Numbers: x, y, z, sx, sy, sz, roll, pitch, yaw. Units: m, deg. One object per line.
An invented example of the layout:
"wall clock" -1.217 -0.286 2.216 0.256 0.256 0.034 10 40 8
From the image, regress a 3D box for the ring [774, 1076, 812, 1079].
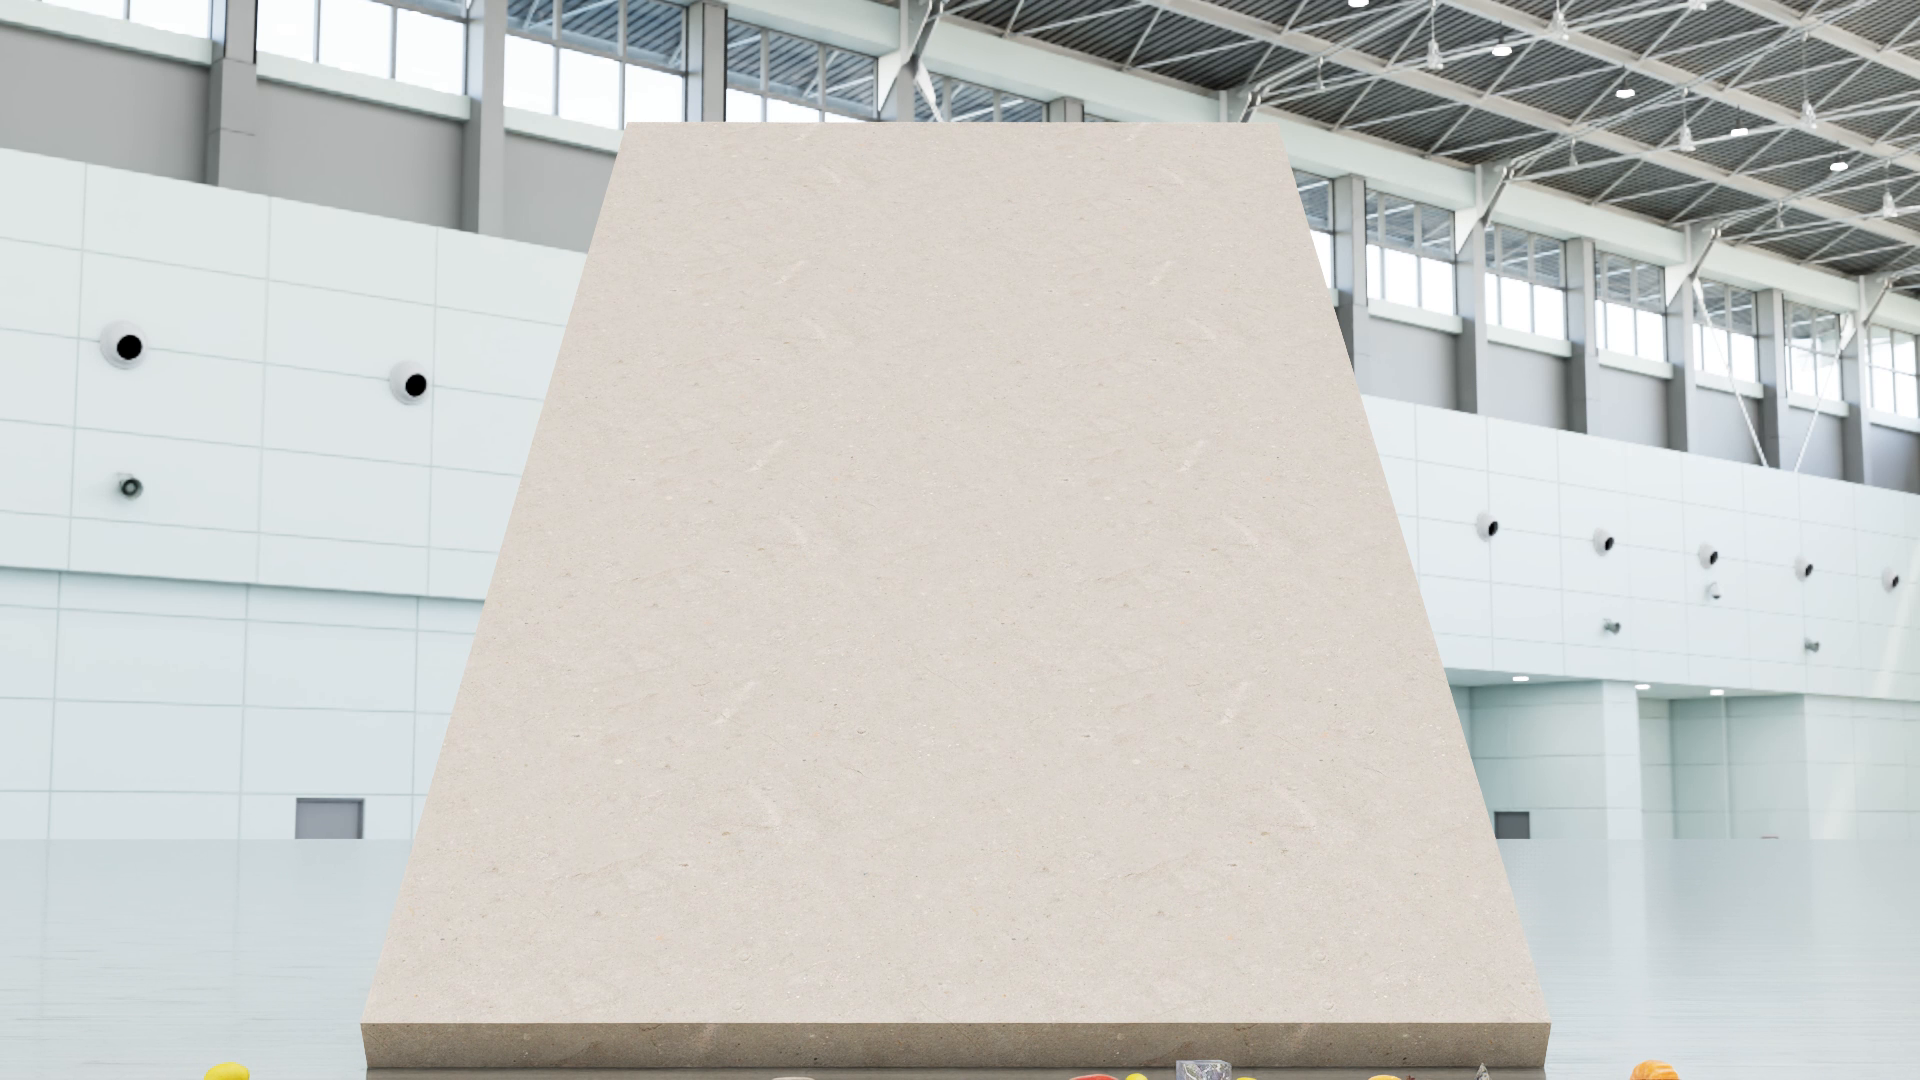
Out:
"ring" -0.253 0.823 3.661 0.084 0.028 0.084 -1 -6 0

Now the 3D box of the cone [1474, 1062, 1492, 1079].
"cone" 0.792 0.816 3.694 0.050 0.050 0.050 0 -7 0

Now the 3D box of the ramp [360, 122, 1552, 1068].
"ramp" -0.015 -0.195 5.824 2.000 0.100 4.000 0 32 0

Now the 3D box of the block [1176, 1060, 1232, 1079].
"block" 0.352 0.788 3.528 0.065 0.065 0.065 1 -7 -9
